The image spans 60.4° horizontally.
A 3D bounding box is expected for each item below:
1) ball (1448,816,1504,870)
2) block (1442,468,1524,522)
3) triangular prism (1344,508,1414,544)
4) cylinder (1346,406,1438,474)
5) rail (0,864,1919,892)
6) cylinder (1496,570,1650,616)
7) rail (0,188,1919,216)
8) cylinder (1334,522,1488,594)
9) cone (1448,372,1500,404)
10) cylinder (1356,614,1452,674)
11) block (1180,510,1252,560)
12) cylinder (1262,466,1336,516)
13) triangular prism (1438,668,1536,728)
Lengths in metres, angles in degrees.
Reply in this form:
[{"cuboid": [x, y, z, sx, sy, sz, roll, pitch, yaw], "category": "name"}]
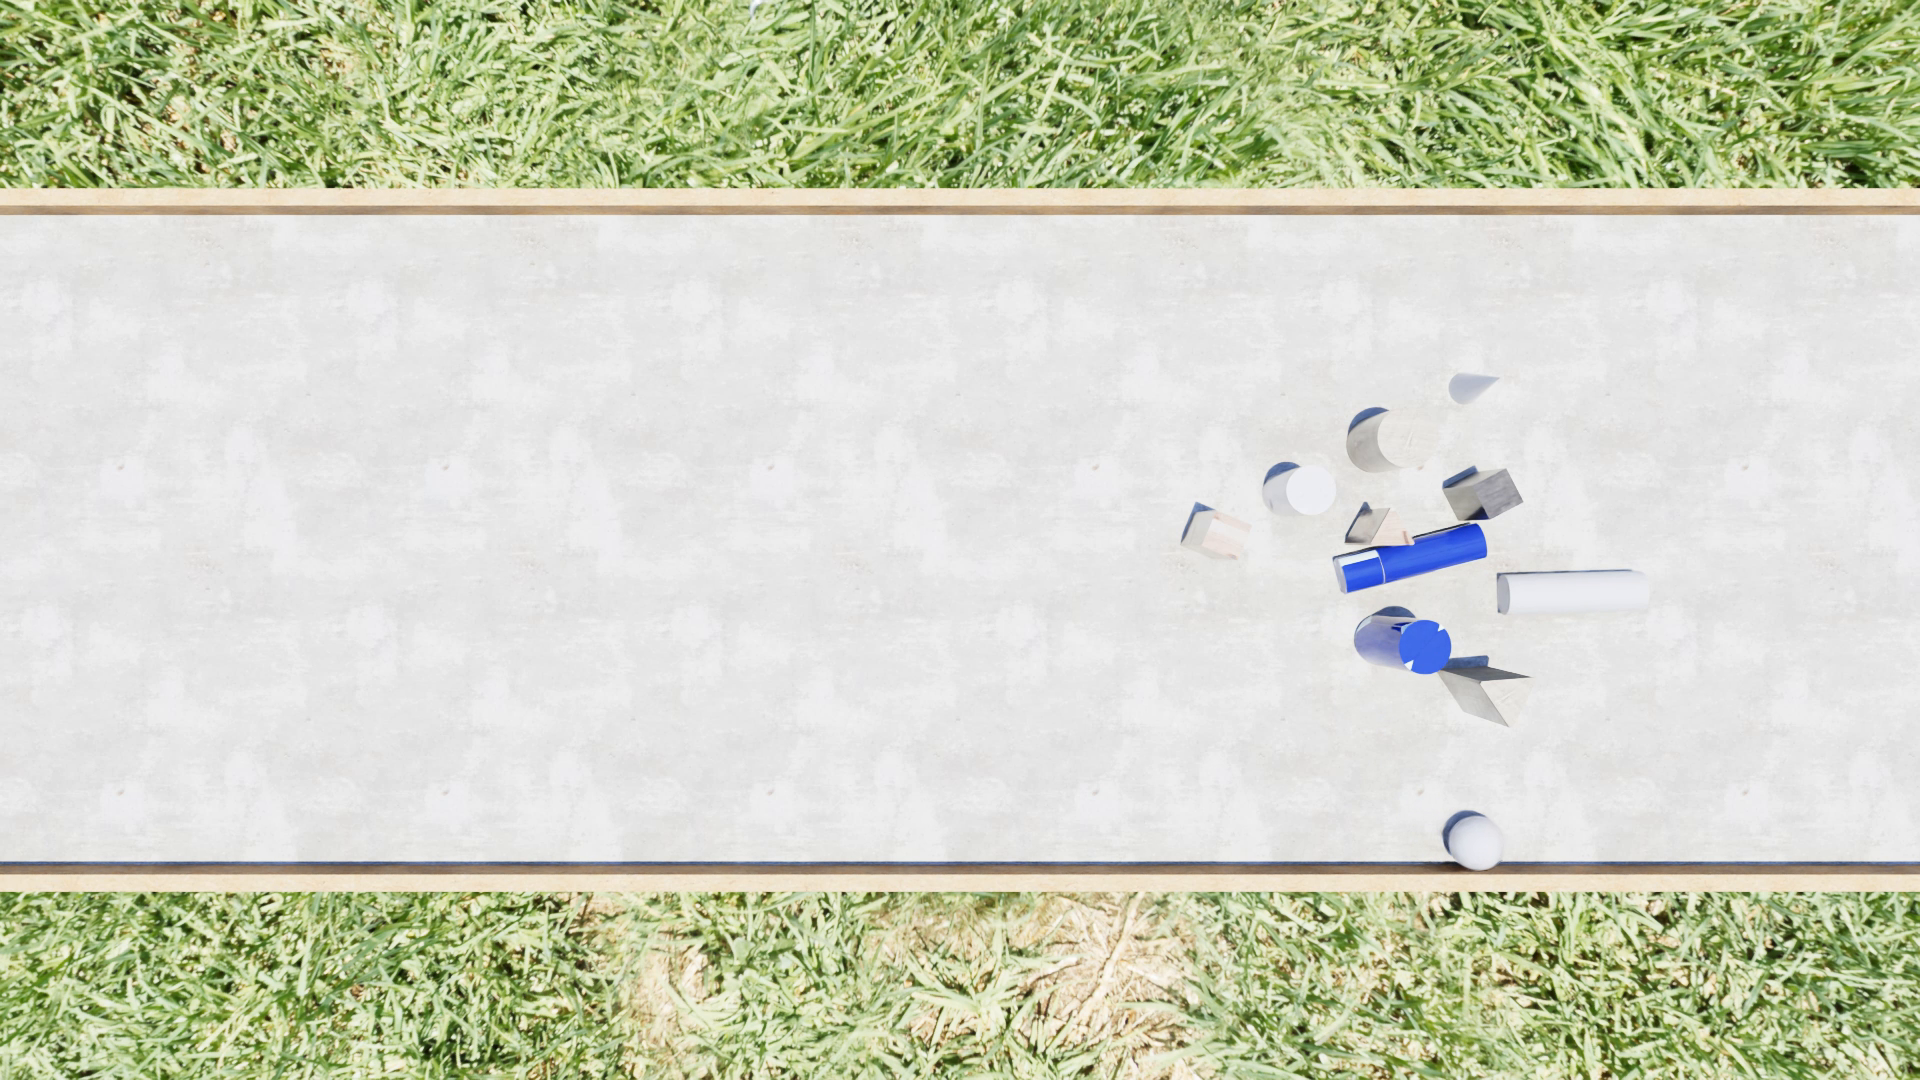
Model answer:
[{"cuboid": [1.564, 0.918, 4.995, 0.164, 0.164, 0.164, 0, 90, 0], "category": "ball"}, {"cuboid": [1.557, -0.133, 4.925, 0.112, 0.303, 0.112, -27, 90, 0], "category": "block"}, {"cuboid": [1.244, -0.041, 4.910, 0.123, 0.332, 0.107, 0, 90, 0], "category": "triangular prism"}, {"cuboid": [1.275, -0.293, 4.885, 0.174, 0.383, 0.174, 0, 90, 0], "category": "cylinder"}, {"cuboid": [-2.247, 1.025, 5.001, 12.000, 0.150, 0.050, 0, 90, 0], "category": "rail"}, {"cuboid": [1.862, 0.161, 5.015, 0.418, 0.124, 0.124, -2, 90, 0], "category": "cylinder"}, {"cuboid": [-2.247, -1.025, 5.002, 12.000, 0.150, 0.050, 0, 90, 0], "category": "rail"}, {"cuboid": [1.370, 0.057, 5.020, 0.438, 0.114, 0.114, -14, 90, 0], "category": "cylinder"}, {"cuboid": [1.554, -0.467, 4.908, 0.102, 0.337, 0.102, 0, 90, 0], "category": "cone"}, {"cuboid": [1.312, 0.307, 4.897, 0.158, 0.342, 0.158, 0, 90, -7], "category": "cylinder"}, {"cuboid": [0.749, -0.013, 4.850, 0.109, 0.453, 0.109, 23, 90, 0], "category": "block"}, {"cuboid": [1.000, -0.142, 4.886, 0.142, 0.381, 0.142, 0, 90, 0], "category": "cylinder"}, {"cuboid": [1.567, 0.429, 4.863, 0.134, 0.428, 0.154, -34, 90, 0], "category": "triangular prism"}]
